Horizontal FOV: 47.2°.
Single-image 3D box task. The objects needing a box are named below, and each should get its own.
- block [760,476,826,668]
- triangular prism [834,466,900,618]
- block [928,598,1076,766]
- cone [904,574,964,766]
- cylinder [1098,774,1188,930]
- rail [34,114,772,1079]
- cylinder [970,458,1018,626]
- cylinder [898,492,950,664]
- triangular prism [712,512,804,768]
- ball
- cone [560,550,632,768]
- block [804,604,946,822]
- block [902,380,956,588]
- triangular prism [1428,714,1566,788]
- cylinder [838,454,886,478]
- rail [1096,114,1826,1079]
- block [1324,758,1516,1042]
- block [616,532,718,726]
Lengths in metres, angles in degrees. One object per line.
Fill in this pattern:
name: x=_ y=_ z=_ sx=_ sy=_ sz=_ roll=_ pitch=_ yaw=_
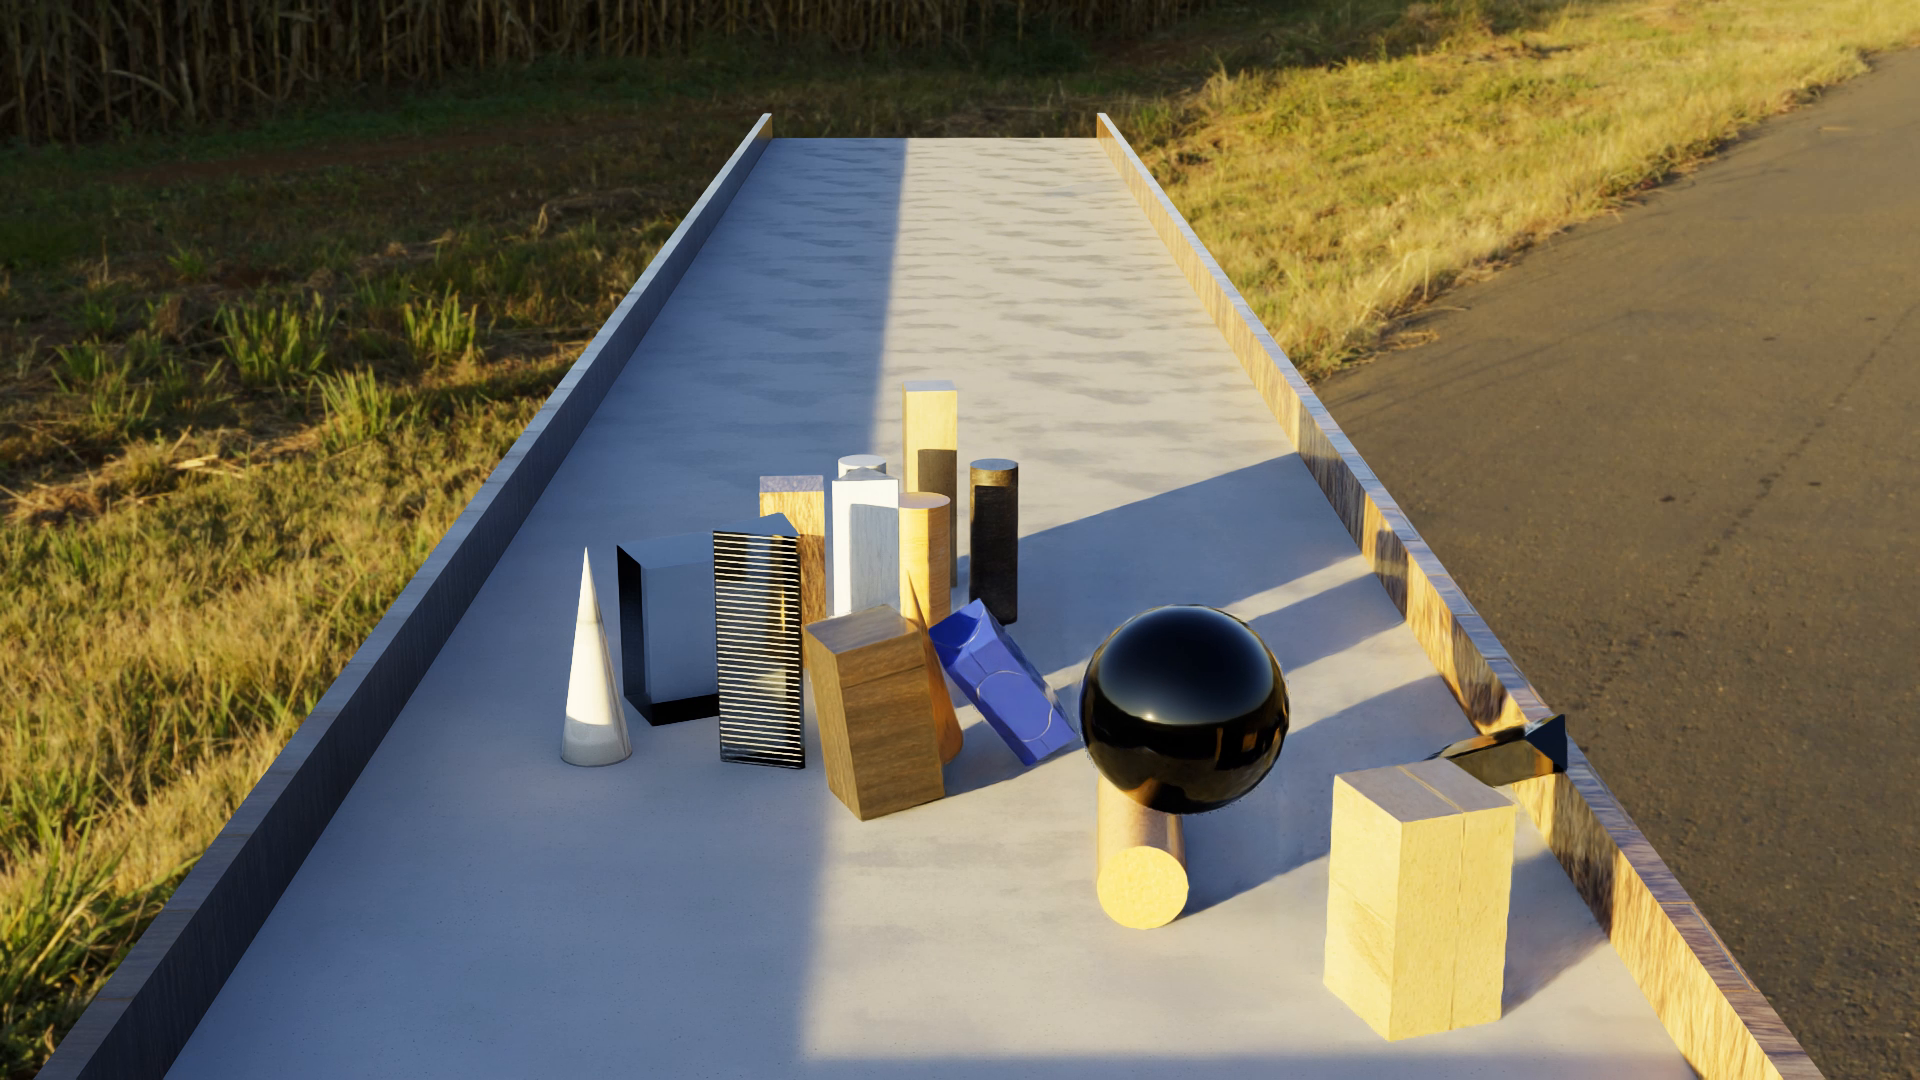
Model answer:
block: x=-0.331 y=0.064 z=4.374 sx=0.124 sy=0.364 sz=0.124 roll=-1 pitch=17 yaw=-4
triangular prism: x=-0.177 y=0.091 z=4.137 sx=0.120 sy=0.447 sz=0.104 roll=-2 pitch=17 yaw=-6
block: x=0.075 y=0.249 z=3.809 sx=0.105 sy=0.311 sz=0.105 roll=-32 pitch=42 yaw=6
cone: x=-0.071 y=0.203 z=3.758 sx=0.127 sy=0.443 sz=0.127 roll=-3 pitch=45 yaw=3
cylinder: x=0.282 y=0.461 z=3.440 sx=0.134 sy=0.134 sz=0.382 roll=1 pitch=17 yaw=3
rail: x=-1.118 y=-0.838 z=7.780 sx=0.050 sy=0.150 sz=12.000 roll=0 pitch=17 yaw=-1
cylinder: x=0.071 y=0.005 z=4.618 sx=0.102 sy=0.338 sz=0.102 roll=0 pitch=17 yaw=0
cylinder: x=-0.083 y=0.079 z=4.388 sx=0.127 sy=0.327 sz=0.127 roll=0 pitch=17 yaw=0
triangular prism: x=-0.334 y=0.174 z=3.891 sx=0.155 sy=0.427 sz=0.134 roll=4 pitch=17 yaw=14
ball: x=0.342 y=0.257 z=3.357 sx=0.321 sy=0.321 sz=0.321 roll=0 pitch=17 yaw=0
cone: x=-0.651 y=0.197 z=3.883 sx=0.127 sy=0.389 sz=0.127 roll=0 pitch=17 yaw=0
block: x=-0.144 y=0.288 z=3.693 sx=0.152 sy=0.304 sz=0.152 roll=-15 pitch=21 yaw=-20
block: x=-0.067 y=-0.123 z=4.858 sx=0.109 sy=0.445 sz=0.109 roll=-2 pitch=17 yaw=-6
triangular prism: x=0.881 y=0.343 z=3.609 sx=0.078 sy=0.090 sz=0.302 roll=-58 pitch=12 yaw=-25
cylinder: x=-0.203 y=-0.002 z=4.632 sx=0.101 sy=0.342 sz=0.101 roll=0 pitch=17 yaw=0
rail: x=0.932 y=-0.844 z=7.801 sx=0.050 sy=0.150 sz=12.000 roll=0 pitch=17 yaw=-1
block: x=0.627 y=0.490 z=3.018 sx=0.175 sy=0.320 sz=0.175 roll=-6 pitch=18 yaw=-19
block: x=-0.526 y=0.165 z=4.137 sx=0.178 sy=0.305 sz=0.178 roll=-8 pitch=18 yaw=-25
